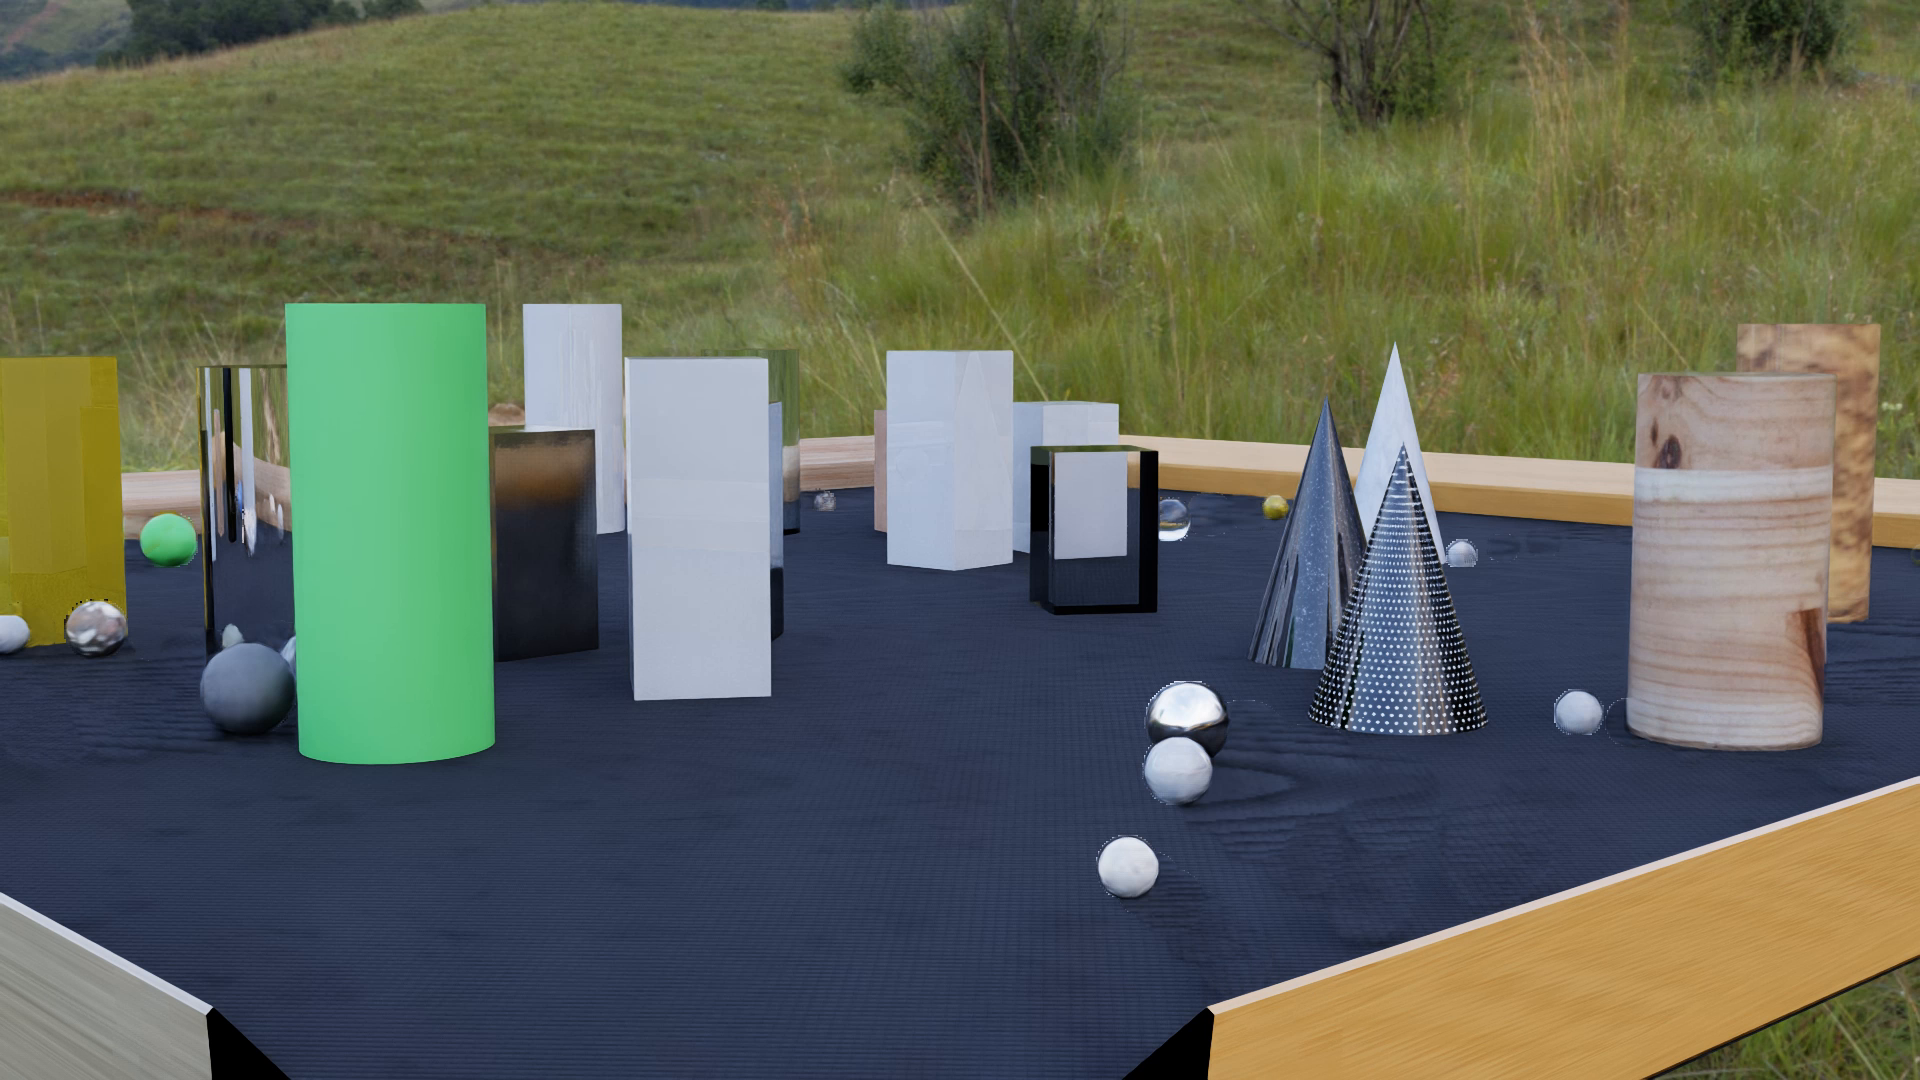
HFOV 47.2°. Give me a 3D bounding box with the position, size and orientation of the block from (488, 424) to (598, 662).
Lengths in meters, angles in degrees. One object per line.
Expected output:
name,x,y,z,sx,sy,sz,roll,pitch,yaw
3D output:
block,-0.586,0.000,2.878,0.156,0.290,0.156,6,8,43

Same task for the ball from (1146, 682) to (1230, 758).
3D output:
ball,0.224,0.180,2.156,0.081,0.081,0.081,0,6,0

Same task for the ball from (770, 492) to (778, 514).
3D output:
ball,-0.423,-0.080,4.754,0.058,0.058,0.058,0,6,0

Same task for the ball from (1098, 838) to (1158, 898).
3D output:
ball,0.128,0.249,1.670,0.046,0.046,0.046,0,6,0

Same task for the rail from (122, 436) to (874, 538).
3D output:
rail,-1.203,-0.103,4.628,3.675,0.127,0.045,-5,8,-42

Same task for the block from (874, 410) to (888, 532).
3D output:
block,-0.069,-0.138,4.416,0.156,0.243,0.156,-3,7,-25

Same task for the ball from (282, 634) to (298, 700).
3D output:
ball,-0.716,0.142,2.467,0.092,0.092,0.092,0,6,0

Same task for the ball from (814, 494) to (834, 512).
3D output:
ball,-0.299,-0.081,4.833,0.044,0.044,0.044,0,6,0

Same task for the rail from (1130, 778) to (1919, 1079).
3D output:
rail,1.203,0.169,2.036,3.675,0.127,0.045,-5,8,-42

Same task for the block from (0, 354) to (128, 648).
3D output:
block,-1.251,-0.058,2.989,0.156,0.382,0.156,6,8,43

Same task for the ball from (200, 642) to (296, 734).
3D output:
ball,-0.748,0.156,2.311,0.096,0.096,0.096,0,6,0

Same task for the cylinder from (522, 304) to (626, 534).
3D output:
cylinder,-0.778,-0.247,4.438,0.196,0.456,0.196,0,6,0

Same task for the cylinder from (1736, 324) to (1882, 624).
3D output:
cylinder,1.229,-0.102,3.208,0.196,0.424,0.196,0,6,0

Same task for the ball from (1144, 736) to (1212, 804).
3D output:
ball,0.197,0.208,1.986,0.061,0.061,0.061,0,6,0

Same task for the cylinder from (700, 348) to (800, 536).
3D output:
cylinder,-0.419,-0.198,4.403,0.196,0.366,0.196,0,6,0

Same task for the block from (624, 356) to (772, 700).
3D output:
block,-0.309,-0.019,2.585,0.156,0.388,0.156,-1,6,-10

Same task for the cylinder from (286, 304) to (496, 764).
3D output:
cylinder,-0.577,-0.014,2.235,0.196,0.450,0.196,0,6,0

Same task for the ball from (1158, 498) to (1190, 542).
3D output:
ball,0.402,-0.038,4.228,0.083,0.083,0.083,0,6,0

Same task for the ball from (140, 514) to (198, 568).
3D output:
ball,-1.371,0.001,3.810,0.093,0.093,0.093,0,6,0

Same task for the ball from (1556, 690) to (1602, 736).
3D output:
ball,0.649,0.182,2.307,0.047,0.047,0.047,0,6,0

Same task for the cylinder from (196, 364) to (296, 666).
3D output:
cylinder,-0.794,-0.016,2.602,0.196,0.379,0.196,0,6,0

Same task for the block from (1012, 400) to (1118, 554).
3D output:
block,0.186,-0.117,4.080,0.156,0.273,0.156,-3,7,-26

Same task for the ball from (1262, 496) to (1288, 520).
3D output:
ball,0.668,-0.068,4.659,0.054,0.054,0.054,0,6,0

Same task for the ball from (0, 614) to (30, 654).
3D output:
ball,-1.231,0.122,2.847,0.050,0.050,0.050,0,6,0

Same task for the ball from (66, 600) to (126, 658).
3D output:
ball,-1.108,0.115,2.822,0.073,0.073,0.073,0,6,0

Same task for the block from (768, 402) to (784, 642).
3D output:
block,-0.329,-0.024,2.958,0.156,0.320,0.156,1,6,6

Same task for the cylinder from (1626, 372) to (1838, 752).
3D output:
cylinder,0.805,0.016,2.301,0.196,0.378,0.196,0,6,0

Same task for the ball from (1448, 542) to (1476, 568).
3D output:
ball,0.865,0.027,3.789,0.047,0.047,0.047,0,6,0

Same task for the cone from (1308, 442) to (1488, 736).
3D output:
cone,0.479,0.044,2.390,0.196,0.304,0.196,0,6,0

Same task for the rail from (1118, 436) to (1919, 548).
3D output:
rail,1.333,-0.095,4.555,0.045,0.127,3.594,-5,8,-42

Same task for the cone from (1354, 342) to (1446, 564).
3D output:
cone,0.768,-0.158,3.902,0.196,0.390,0.196,0,6,0

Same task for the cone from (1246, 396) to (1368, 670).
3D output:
cone,0.465,-0.017,2.809,0.196,0.338,0.196,0,6,0

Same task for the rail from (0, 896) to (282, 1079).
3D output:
rail,-1.333,0.161,2.108,0.045,0.127,3.594,-5,8,-42

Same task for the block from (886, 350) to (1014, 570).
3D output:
block,-0.017,-0.145,3.855,0.156,0.373,0.156,5,8,40

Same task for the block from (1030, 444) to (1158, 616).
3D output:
block,0.199,-0.018,3.294,0.156,0.238,0.156,-1,6,-11
